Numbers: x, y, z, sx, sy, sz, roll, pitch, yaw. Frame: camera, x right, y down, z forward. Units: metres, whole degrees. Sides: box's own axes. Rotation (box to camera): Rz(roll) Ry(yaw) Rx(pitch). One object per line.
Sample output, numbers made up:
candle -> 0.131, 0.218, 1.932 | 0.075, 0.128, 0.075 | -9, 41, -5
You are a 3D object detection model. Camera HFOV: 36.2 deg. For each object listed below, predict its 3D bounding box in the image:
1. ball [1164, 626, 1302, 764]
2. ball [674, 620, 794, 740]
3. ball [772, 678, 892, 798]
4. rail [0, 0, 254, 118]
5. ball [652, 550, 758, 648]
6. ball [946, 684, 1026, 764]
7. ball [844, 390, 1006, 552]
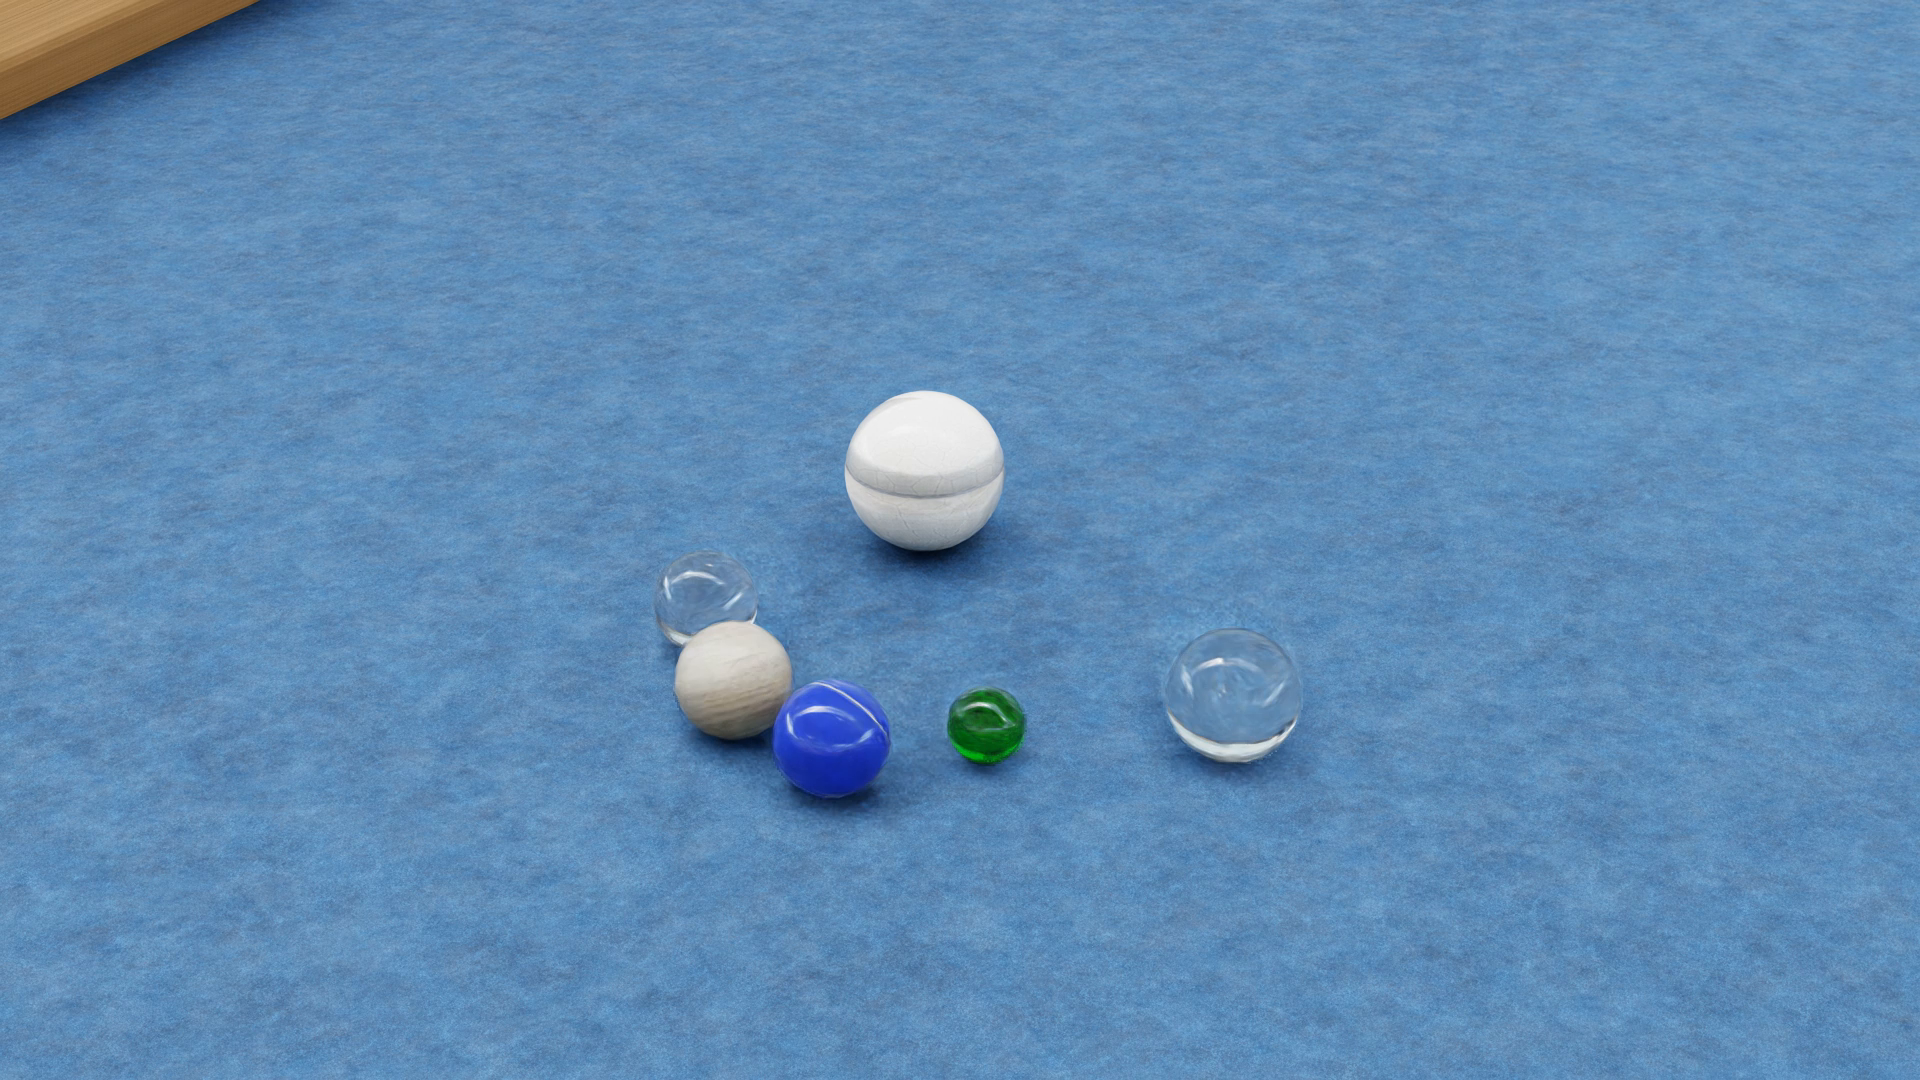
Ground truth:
ball -> 0.140, 0.079, 1.507 | 0.070, 0.070, 0.070 | 0, 29, 0
ball -> -0.117, 0.073, 1.528 | 0.062, 0.062, 0.062 | 0, 29, 0
ball -> -0.065, 0.100, 1.480 | 0.060, 0.060, 0.060 | 0, 29, 0
rail -> -0.455, -0.668, 2.818 | 0.045, 0.121, 4.014 | 13, 31, 23
ball -> -0.139, 0.034, 1.604 | 0.057, 0.057, 0.057 | 0, 29, 0
ball -> 0.013, 0.095, 1.510 | 0.040, 0.040, 0.040 | 0, 29, 0
ball -> -0.020, -0.040, 1.701 | 0.093, 0.093, 0.093 | 0, 29, 0
